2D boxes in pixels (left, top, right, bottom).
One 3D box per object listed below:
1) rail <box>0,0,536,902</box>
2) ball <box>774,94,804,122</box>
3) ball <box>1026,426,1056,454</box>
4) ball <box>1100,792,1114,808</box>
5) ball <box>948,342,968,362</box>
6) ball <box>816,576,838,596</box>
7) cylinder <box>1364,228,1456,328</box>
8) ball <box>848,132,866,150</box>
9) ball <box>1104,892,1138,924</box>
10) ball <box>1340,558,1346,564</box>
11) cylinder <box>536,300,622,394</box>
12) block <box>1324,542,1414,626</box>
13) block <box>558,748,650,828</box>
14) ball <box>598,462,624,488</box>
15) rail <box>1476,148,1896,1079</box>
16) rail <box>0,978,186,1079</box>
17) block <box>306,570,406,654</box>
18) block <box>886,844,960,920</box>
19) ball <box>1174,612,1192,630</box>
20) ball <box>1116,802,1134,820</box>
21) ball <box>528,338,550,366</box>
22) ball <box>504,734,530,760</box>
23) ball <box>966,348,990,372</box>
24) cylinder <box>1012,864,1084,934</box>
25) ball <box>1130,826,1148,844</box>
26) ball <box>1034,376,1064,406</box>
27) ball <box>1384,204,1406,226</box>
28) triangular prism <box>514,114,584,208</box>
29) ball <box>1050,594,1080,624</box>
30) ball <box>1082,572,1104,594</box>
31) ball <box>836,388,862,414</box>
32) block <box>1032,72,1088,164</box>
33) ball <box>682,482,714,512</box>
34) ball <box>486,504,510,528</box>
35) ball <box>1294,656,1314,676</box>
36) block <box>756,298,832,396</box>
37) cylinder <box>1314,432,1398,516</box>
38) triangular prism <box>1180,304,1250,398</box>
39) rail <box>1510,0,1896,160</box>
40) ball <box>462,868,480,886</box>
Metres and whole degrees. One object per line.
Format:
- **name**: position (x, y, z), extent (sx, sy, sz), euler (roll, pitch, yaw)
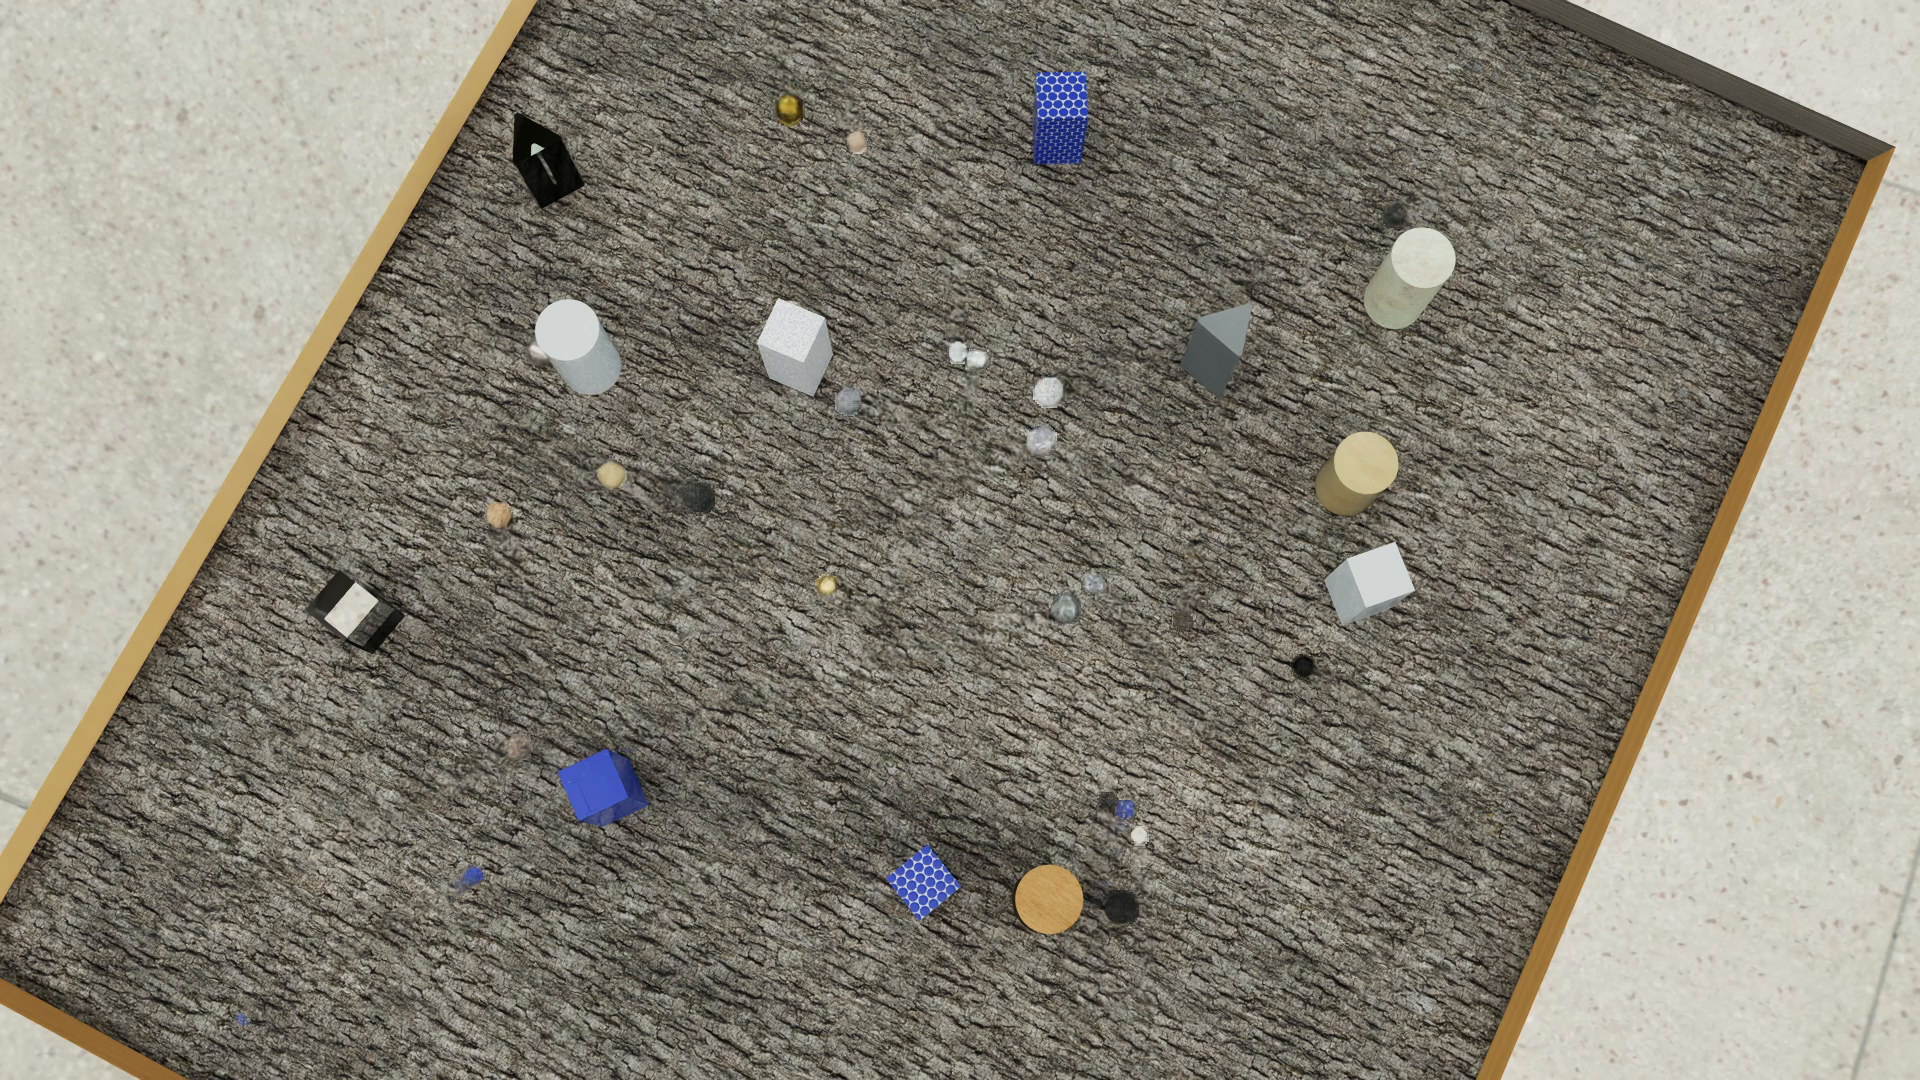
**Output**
- **rail**: position (-1.827, -0.888, 5.737), extent (0.045, 0.122, 4.869), euler (26, 80, 5)
- **ball**: position (-0.546, -1.380, 5.855), extent (0.091, 0.091, 0.091), euler (0, 78, 0)
- **ball**: position (0.249, -0.306, 5.634), extent (0.089, 0.089, 0.089), euler (0, 78, 0)
- **ball**: position (0.437, 0.772, 5.434), extent (0.045, 0.045, 0.045), euler (0, 78, 0)
- **ball**: position (-0.006, -0.585, 5.706), extent (0.062, 0.062, 0.062), euler (0, 78, 0)
- **ball**: position (-0.402, 0.140, 5.555), extent (0.063, 0.063, 0.063), euler (0, 78, 0)
- **cylinder**: position (1.366, -0.793, 5.586), extent (0.188, 0.381, 0.188), euler (0, 78, 0)
- **ball**: position (-0.329, -1.273, 5.848), extent (0.061, 0.061, 0.061), euler (0, 78, 0)
- **ball**: position (0.470, 1.072, 5.347), extent (0.094, 0.094, 0.094), euler (0, 78, 0)
- **ball**: position (1.178, 0.073, 5.580), extent (0.041, 0.041, 0.041), euler (0, 78, 0)
- **cylinder**: position (-1.153, -0.580, 5.553), extent (0.188, 0.359, 0.188), euler (0, 78, 0)
- **block**: position (1.206, 0.133, 5.418), extent (0.150, 0.334, 0.150), euler (-19, 79, -4)
- **block**: position (-1.025, 0.719, 5.288), extent (0.150, 0.351, 0.150), euler (-25, 79, -5)
- **ball**: position (-1.069, -0.199, 5.616), extent (0.082, 0.082, 0.082), euler (0, 78, 0)
- **rail**: position (1.827, 0.901, 5.367), extent (0.045, 0.122, 4.869), euler (26, 80, 5)
- **rail**: position (-1.078, 2.118, 5.115), extent (4.132, 0.122, 0.045), euler (26, 80, 5)
- **block**: position (-1.790, 0.216, 5.436), extent (0.150, 0.266, 0.150), euler (37, 81, 7)
- **block**: position (-0.103, 0.990, 5.286), extent (0.150, 0.247, 0.150), euler (-39, 81, -7)
- **ball**: position (0.673, 0.245, 5.540), extent (0.051, 0.051, 0.051), euler (0, 78, 0)
- **ball**: position (0.488, 0.802, 5.421), extent (0.058, 0.058, 0.058), euler (0, 78, 0)
- **ball**: position (-1.298, -0.588, 5.691), extent (0.092, 0.092, 0.092), euler (0, 78, 0)
- **ball**: position (-1.316, 0.615, 5.451), extent (0.075, 0.075, 0.075), euler (0, 78, 0)
- **ball**: position (0.055, -0.558, 5.695), extent (0.072, 0.072, 0.072), euler (0, 78, 0)
- **cylinder**: position (0.247, 1.028, 5.232), extent (0.188, 0.337, 0.188), euler (0, 78, 0)
- **ball**: position (0.529, 0.871, 5.412), extent (0.048, 0.048, 0.048), euler (0, 78, 0)
- **ball**: position (0.275, -0.460, 5.666), extent (0.090, 0.090, 0.090), euler (0, 78, 0)
- **ball**: position (1.376, -1.029, 5.793), extent (0.071, 0.071, 0.071), euler (0, 78, 0)
- **triangular prism**: position (-1.302, -1.191, 5.683), extent (0.163, 0.353, 0.141), euler (-30, 80, -6)
- **ball**: position (0.317, 0.208, 5.528), extent (0.088, 0.088, 0.088), euler (0, 78, 0)
- **ball**: position (0.405, 0.131, 5.555), extent (0.067, 0.067, 0.067), euler (0, 78, 0)
- **ball**: position (-0.344, -0.432, 5.665), extent (0.079, 0.079, 0.079), euler (0, 78, 0)
- **block**: position (0.309, -1.312, 5.714), extent (0.150, 0.340, 0.150), euler (-2, 78, 0)
- **ball**: position (-0.800, -0.129, 5.596), extent (0.092, 0.092, 0.092), euler (0, 78, 0)
- **ball**: position (-1.409, -0.075, 5.595), extent (0.072, 0.072, 0.072), euler (0, 78, 0)
- **ball**: position (1.033, 0.380, 5.506), extent (0.063, 0.063, 0.063), euler (0, 78, 0)
- **block**: position (-0.496, -0.579, 5.554), extent (0.150, 0.357, 0.150), euler (23, 79, 5)
- **cylinder**: position (1.188, -0.195, 5.505), extent (0.188, 0.298, 0.188), euler (0, 78, 0)
- **triangular prism**: position (0.796, -0.590, 5.517), extent (0.163, 0.435, 0.141), euler (43, 81, 8)
- **rail**: position (1.078, -2.105, 5.988), extent (4.132, 0.122, 0.045), euler (26, 80, 5)
- **ball**: position (-1.435, 0.989, 5.386), extent (0.051, 0.051, 0.051), euler (0, 78, 0)
